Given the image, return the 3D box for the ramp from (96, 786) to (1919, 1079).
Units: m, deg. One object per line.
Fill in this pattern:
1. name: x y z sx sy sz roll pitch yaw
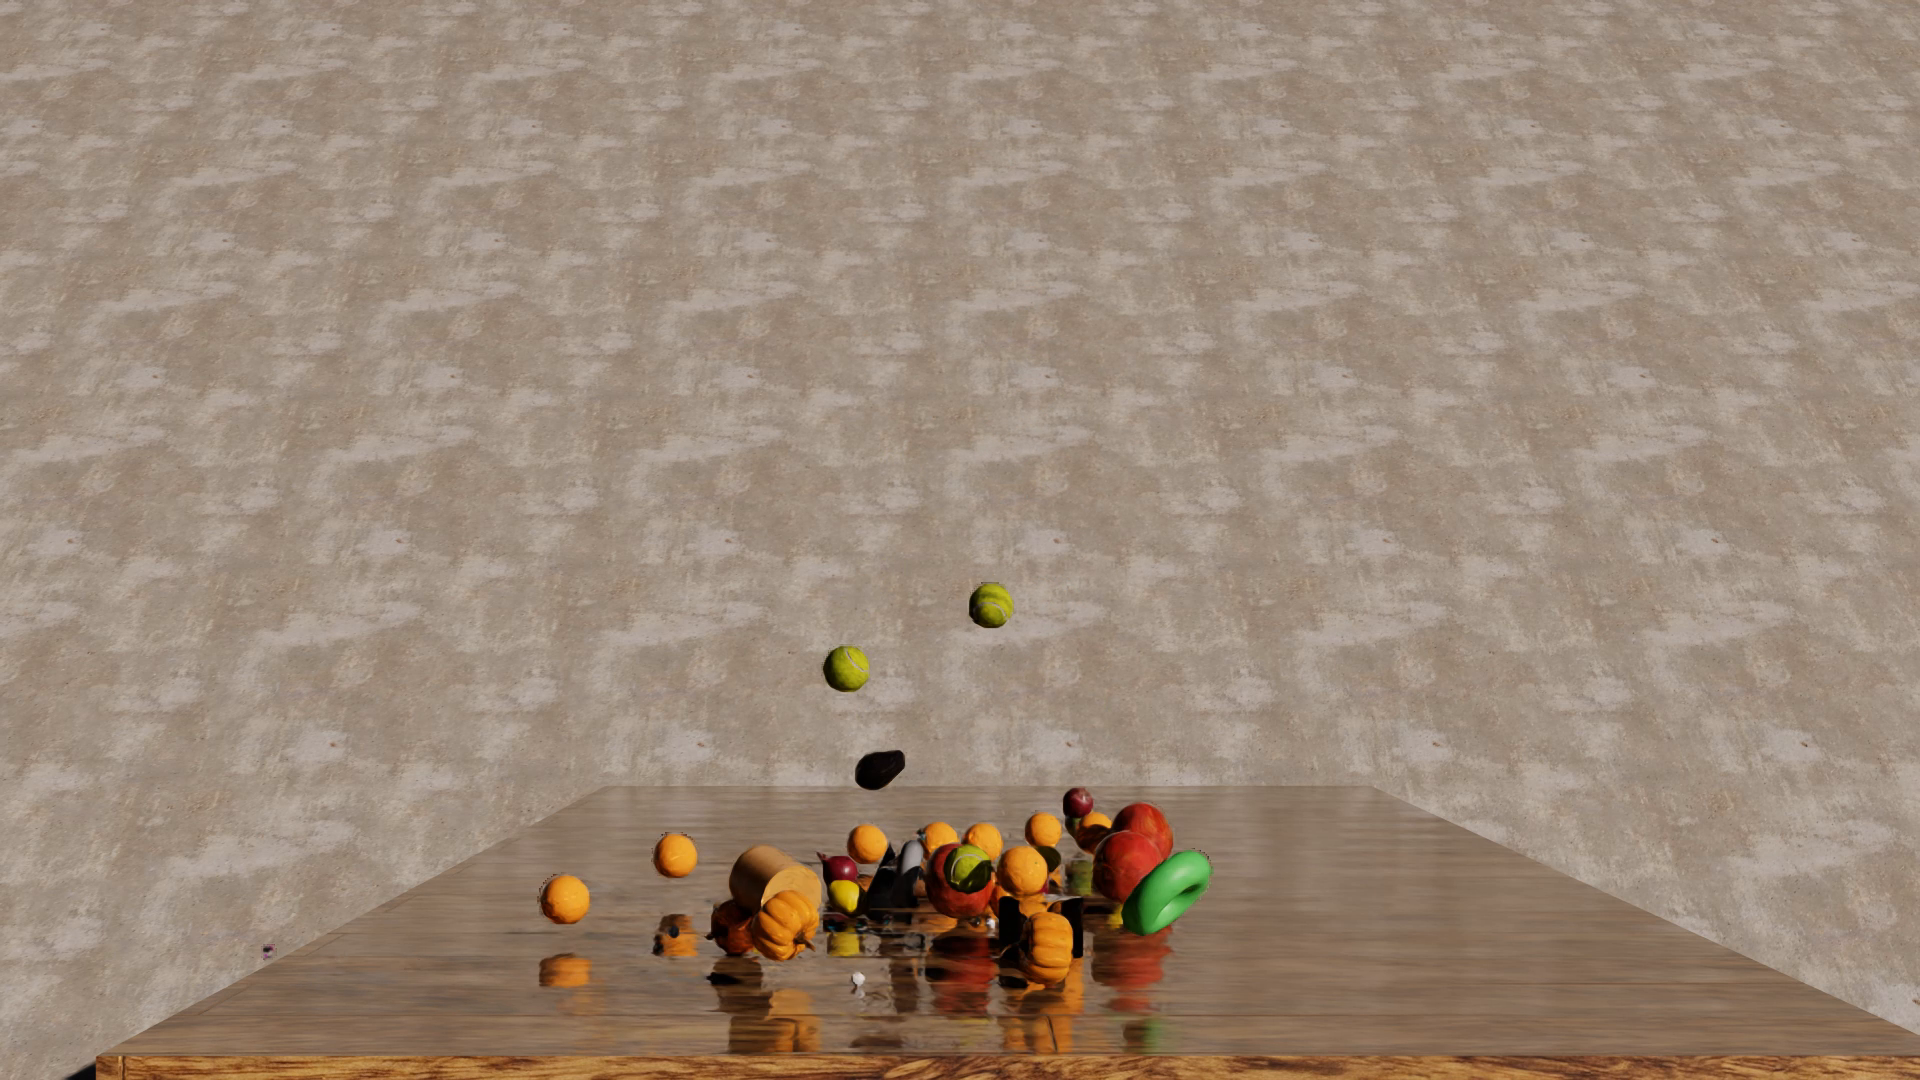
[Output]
1. ramp: 0.074 0.647 4.776 2.000 0.100 4.000 0 -1 0

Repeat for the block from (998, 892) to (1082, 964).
1. block: 0.110 0.528 3.537 0.082 0.082 0.082 0 -1 38

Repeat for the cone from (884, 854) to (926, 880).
1. cone: -0.094 0.512 4.097 0.063 0.063 0.063 -14 32 12

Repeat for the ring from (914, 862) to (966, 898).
1. ring: -0.063 0.563 4.301 0.146 0.049 0.146 -1 -2 0

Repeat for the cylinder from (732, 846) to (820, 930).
1. cylinder: -0.250 0.472 3.520 0.092 0.092 0.092 -17 15 -24

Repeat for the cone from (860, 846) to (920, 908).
1. cone: -0.112 0.534 4.145 0.098 0.098 0.098 0 -1 0

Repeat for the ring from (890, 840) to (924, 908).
1. ring: -0.077 0.488 3.791 0.033 0.100 0.100 14 35 1

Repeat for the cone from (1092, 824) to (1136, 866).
1. cone: 0.277 0.578 4.768 0.082 0.082 0.082 5 26 8

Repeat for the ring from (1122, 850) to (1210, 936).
1. ring: 0.265 0.455 3.342 0.136 0.136 0.045 -26 62 -34
